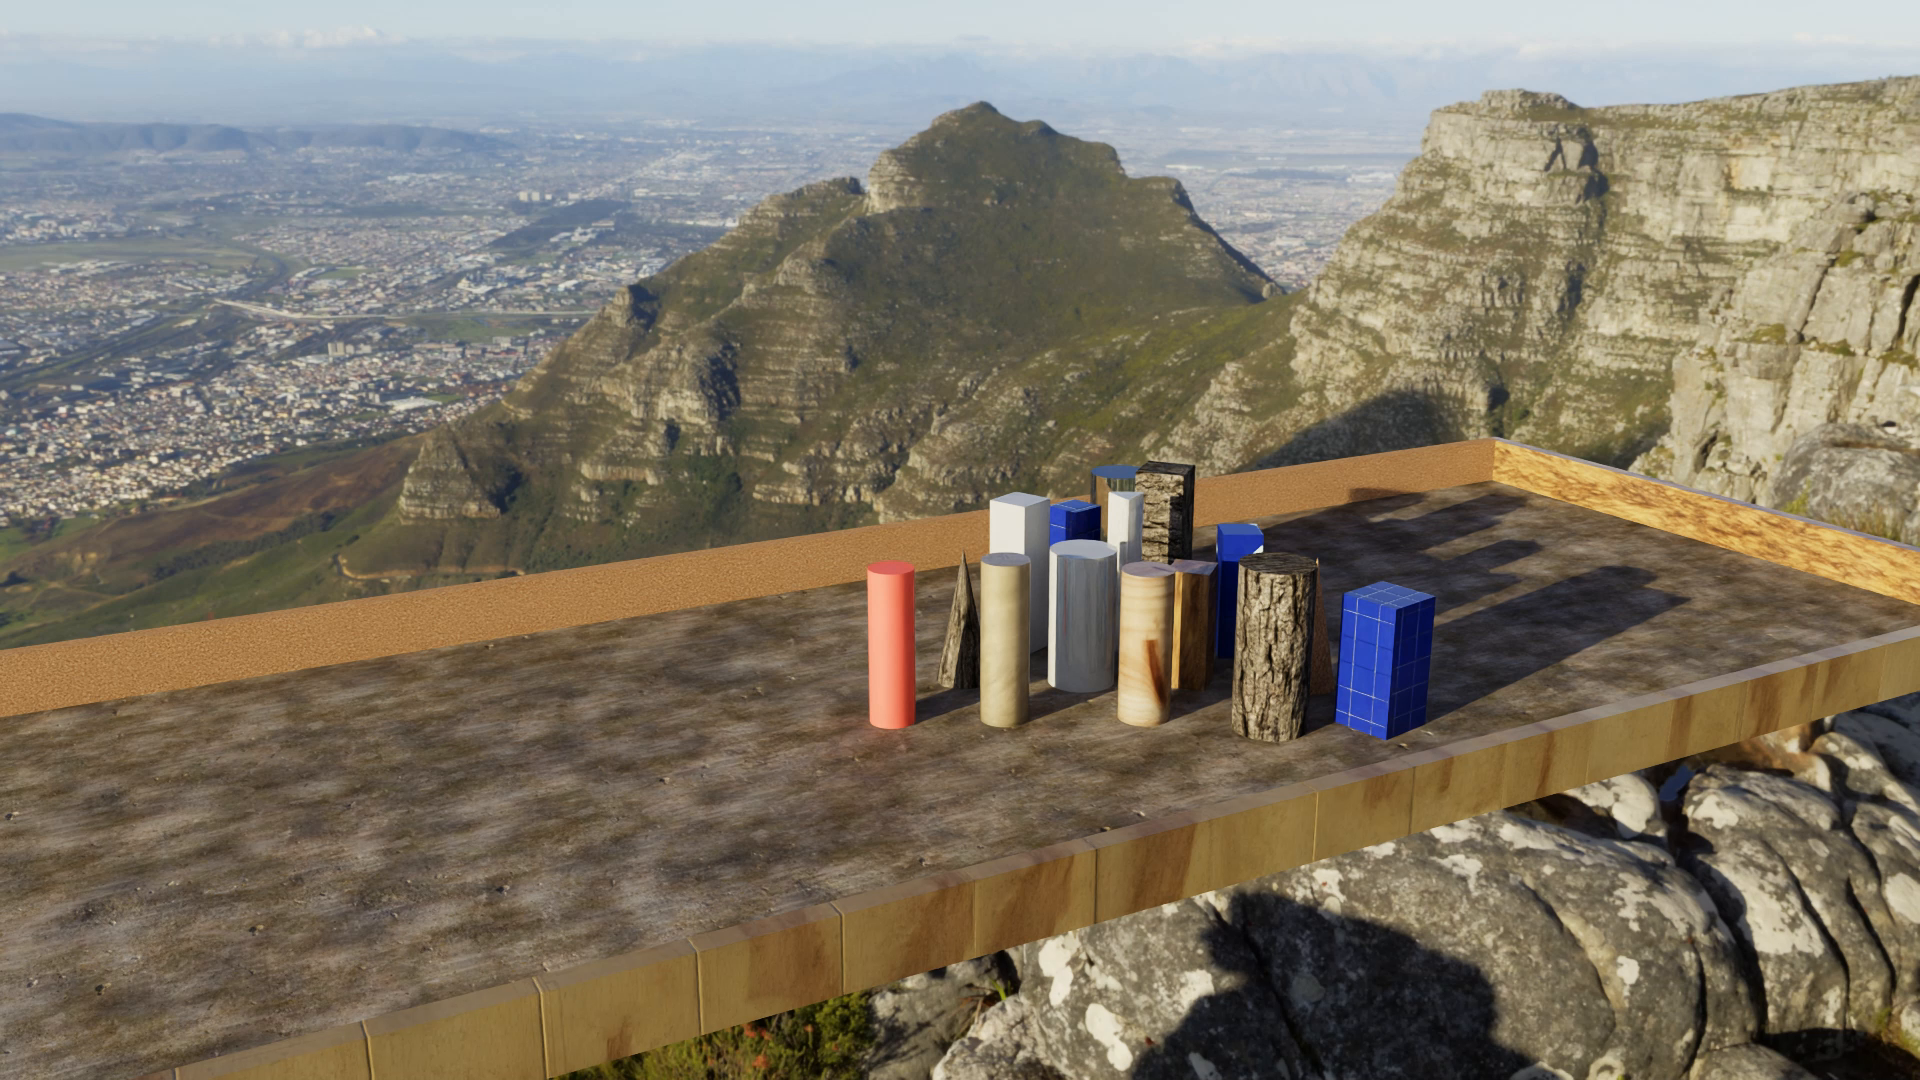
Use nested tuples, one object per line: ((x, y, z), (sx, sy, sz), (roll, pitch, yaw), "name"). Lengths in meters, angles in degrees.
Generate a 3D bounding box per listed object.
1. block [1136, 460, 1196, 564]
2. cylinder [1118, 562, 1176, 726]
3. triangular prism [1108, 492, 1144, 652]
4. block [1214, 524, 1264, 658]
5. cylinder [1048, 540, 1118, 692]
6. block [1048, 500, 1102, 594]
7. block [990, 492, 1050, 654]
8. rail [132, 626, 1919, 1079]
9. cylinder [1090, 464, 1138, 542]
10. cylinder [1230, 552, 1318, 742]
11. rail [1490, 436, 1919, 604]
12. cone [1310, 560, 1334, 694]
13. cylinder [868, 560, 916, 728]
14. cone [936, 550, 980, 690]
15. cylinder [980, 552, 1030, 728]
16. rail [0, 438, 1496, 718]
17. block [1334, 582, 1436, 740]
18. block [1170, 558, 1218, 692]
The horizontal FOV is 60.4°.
((0.564, 0.007, 4.578), (0.133, 0.425, 0.133), (6, 18, 21), "block")
((0.437, 0.244, 3.875), (0.126, 0.366, 0.126), (0, 16, 0), "cylinder")
((0.420, 0.082, 4.330), (0.077, 0.421, 0.089), (10, 19, 31), "triangular prism")
((0.724, 0.133, 4.305), (0.102, 0.336, 0.102), (0, 16, 0), "block")
((0.304, 0.188, 4.103), (0.167, 0.346, 0.167), (0, 16, 0), "cylinder")
((0.316, 0.059, 4.585), (0.103, 0.320, 0.103), (-15, 22, -42), "block")
((0.156, 0.089, 4.331), (0.112, 0.406, 0.112), (13, 21, 37), "block")
((-2.336, 1.006, 1.665), (12.000, 0.150, 0.050), (-9, 18, -27), "rail")
((0.464, -0.033, 4.852), (0.166, 0.346, 0.166), (0, 16, 0), "cylinder")
((0.724, 0.245, 3.810), (0.177, 0.401, 0.177), (0, 16, 0), "cylinder")
((2.466, -0.048, 5.253), (0.050, 0.150, 2.100), (-9, 18, -27), "rail")
((0.872, 0.203, 4.069), (0.123, 0.336, 0.123), (0, 16, 0), "cone")
((-0.159, 0.245, 3.852), (0.109, 0.378, 0.109), (0, 16, 0), "cylinder")
((0.009, 0.185, 4.110), (0.135, 0.347, 0.135), (0, 16, 0), "cone")
((0.105, 0.233, 3.863), (0.116, 0.394, 0.116), (0, 16, 0), "cylinder")
((-3.305, 0.497, 3.399), (12.000, 0.150, 0.050), (-9, 18, -27), "rail")
((0.988, 0.279, 3.844), (0.149, 0.317, 0.149), (-13, 21, -38), "block")
((0.572, 0.211, 4.101), (0.107, 0.302, 0.107), (6, 17, 19), "block")
